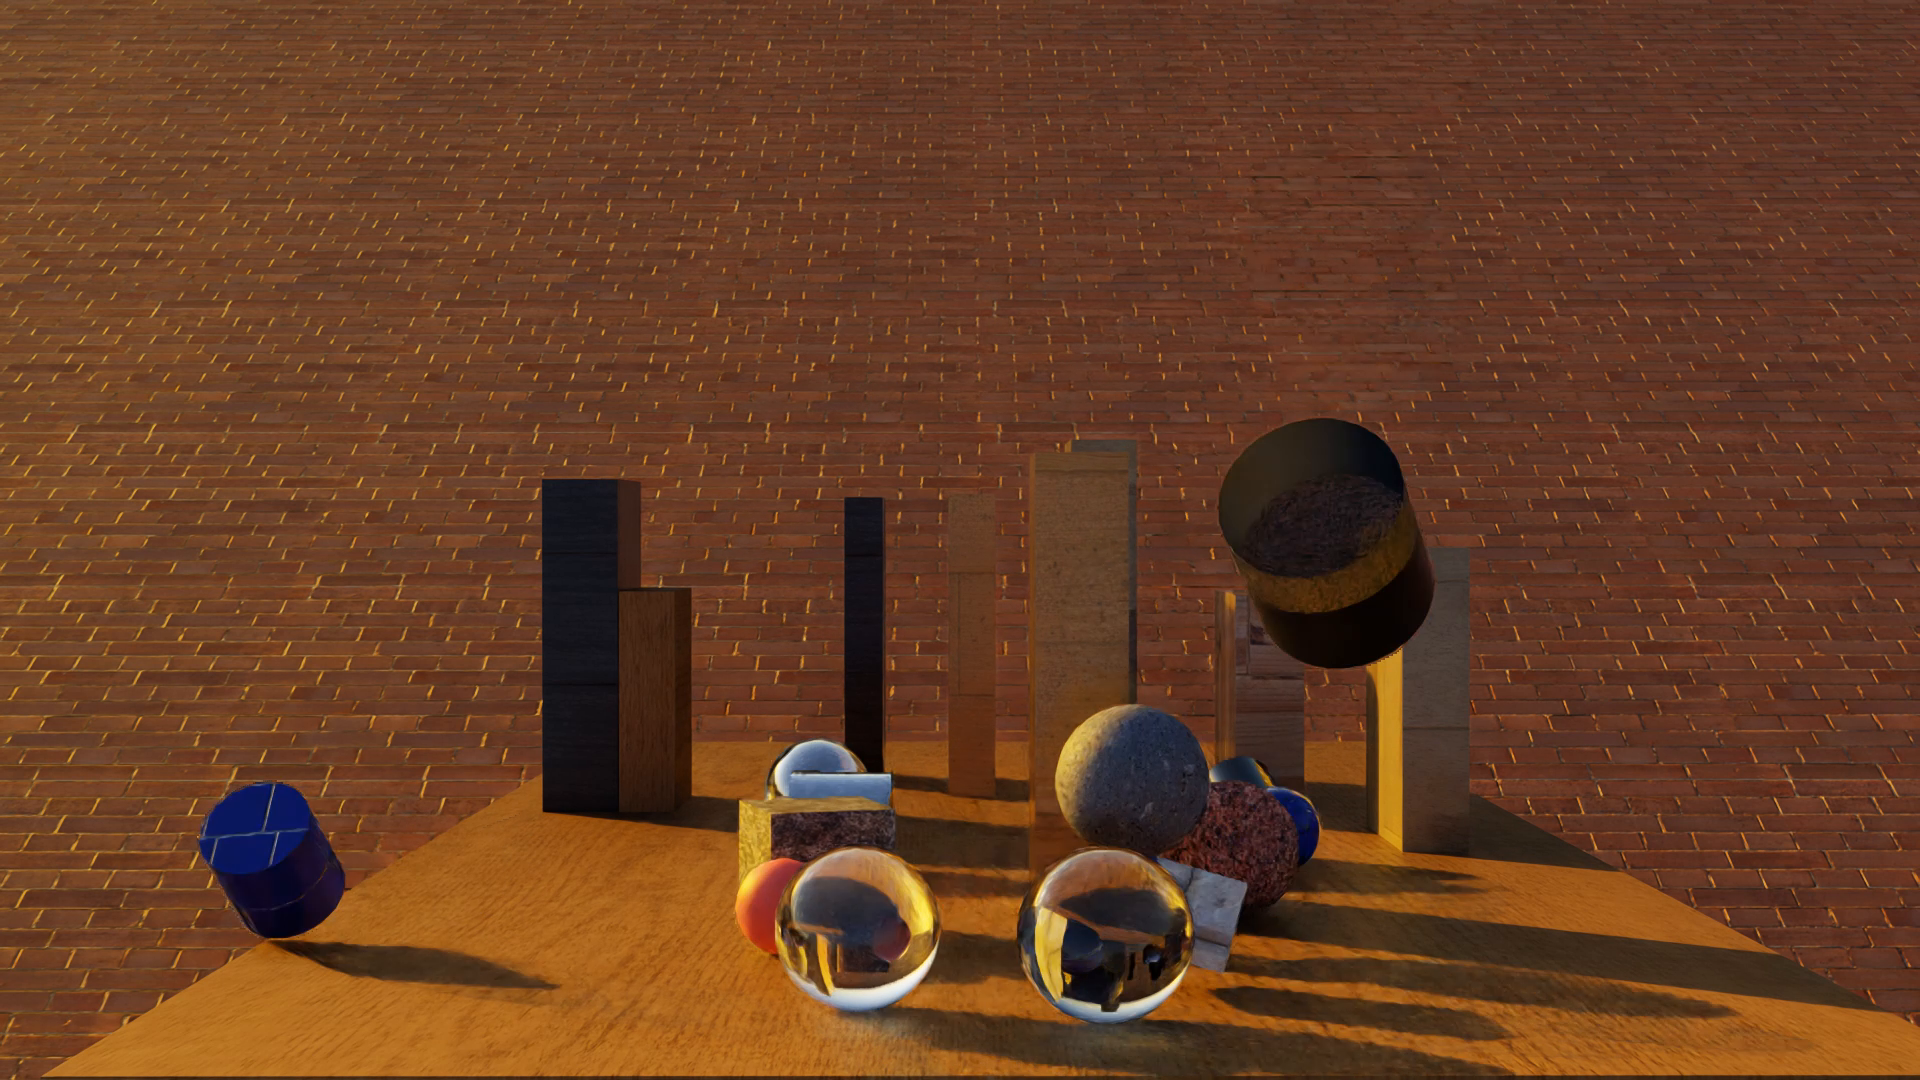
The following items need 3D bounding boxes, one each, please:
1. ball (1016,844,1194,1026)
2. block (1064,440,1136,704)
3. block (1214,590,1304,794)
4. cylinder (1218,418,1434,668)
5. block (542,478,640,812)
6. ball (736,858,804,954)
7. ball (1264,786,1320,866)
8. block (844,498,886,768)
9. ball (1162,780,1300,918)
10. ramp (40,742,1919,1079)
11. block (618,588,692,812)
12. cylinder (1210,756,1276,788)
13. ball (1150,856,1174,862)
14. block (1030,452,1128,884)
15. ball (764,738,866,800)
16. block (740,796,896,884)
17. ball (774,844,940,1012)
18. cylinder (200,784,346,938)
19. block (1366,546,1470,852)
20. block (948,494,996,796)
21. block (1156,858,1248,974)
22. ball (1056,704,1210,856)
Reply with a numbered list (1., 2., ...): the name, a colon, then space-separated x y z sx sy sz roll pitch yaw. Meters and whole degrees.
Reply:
1. ball: 0.163 0.442 2.898 0.200 0.200 0.200 0 29 0
2. block: 0.309 0.153 5.738 0.140 0.739 0.361 0 0 0
3. block: 0.612 0.316 5.311 0.136 0.418 0.407 0 0 0
4. cylinder: 0.423 0.006 2.970 0.210 0.210 0.210 -10 56 15
5. block: -0.737 0.204 5.198 0.146 0.646 0.370 0 0 0
6. ball: -0.230 0.477 3.366 0.124 0.124 0.124 0 29 0
7. ball: 0.509 0.464 4.151 0.138 0.138 0.138 0 29 0
8. block: -0.207 0.215 5.663 0.081 0.615 0.243 0 0 0
9. ball: 0.386 0.439 3.678 0.195 0.195 0.195 0 29 0
10. ramp: 0.065 0.580 4.626 2.000 0.100 4.000 0 0 0
11. block: -0.607 0.313 5.170 0.108 0.428 0.318 0 0 0
12. cylinder: 0.479 0.448 4.317 0.125 0.125 0.125 -6 28 -10
13. ball: 0.255 0.477 3.377 0.125 0.125 0.125 0 29 0
14. block: 0.177 0.203 3.902 0.136 0.664 0.292 0 0 0
15. ball: -0.248 0.438 4.513 0.185 0.185 0.185 0 29 0
16. block: -0.197 0.451 3.555 0.174 0.174 0.174 0 0 -18
17. ball: -0.118 0.446 2.970 0.191 0.191 0.191 0 29 0
18. cylinder: -0.923 0.432 3.478 0.149 0.149 0.149 -6 47 6
19. block: 0.810 0.271 4.599 0.114 0.518 0.390 0 0 0
20. block: 0.024 0.214 5.493 0.096 0.620 0.385 0 0 0
21. block: 0.279 0.453 3.114 0.110 0.110 0.110 15 -7 9
22. ball: 0.233 0.326 3.490 0.207 0.207 0.207 0 29 0
